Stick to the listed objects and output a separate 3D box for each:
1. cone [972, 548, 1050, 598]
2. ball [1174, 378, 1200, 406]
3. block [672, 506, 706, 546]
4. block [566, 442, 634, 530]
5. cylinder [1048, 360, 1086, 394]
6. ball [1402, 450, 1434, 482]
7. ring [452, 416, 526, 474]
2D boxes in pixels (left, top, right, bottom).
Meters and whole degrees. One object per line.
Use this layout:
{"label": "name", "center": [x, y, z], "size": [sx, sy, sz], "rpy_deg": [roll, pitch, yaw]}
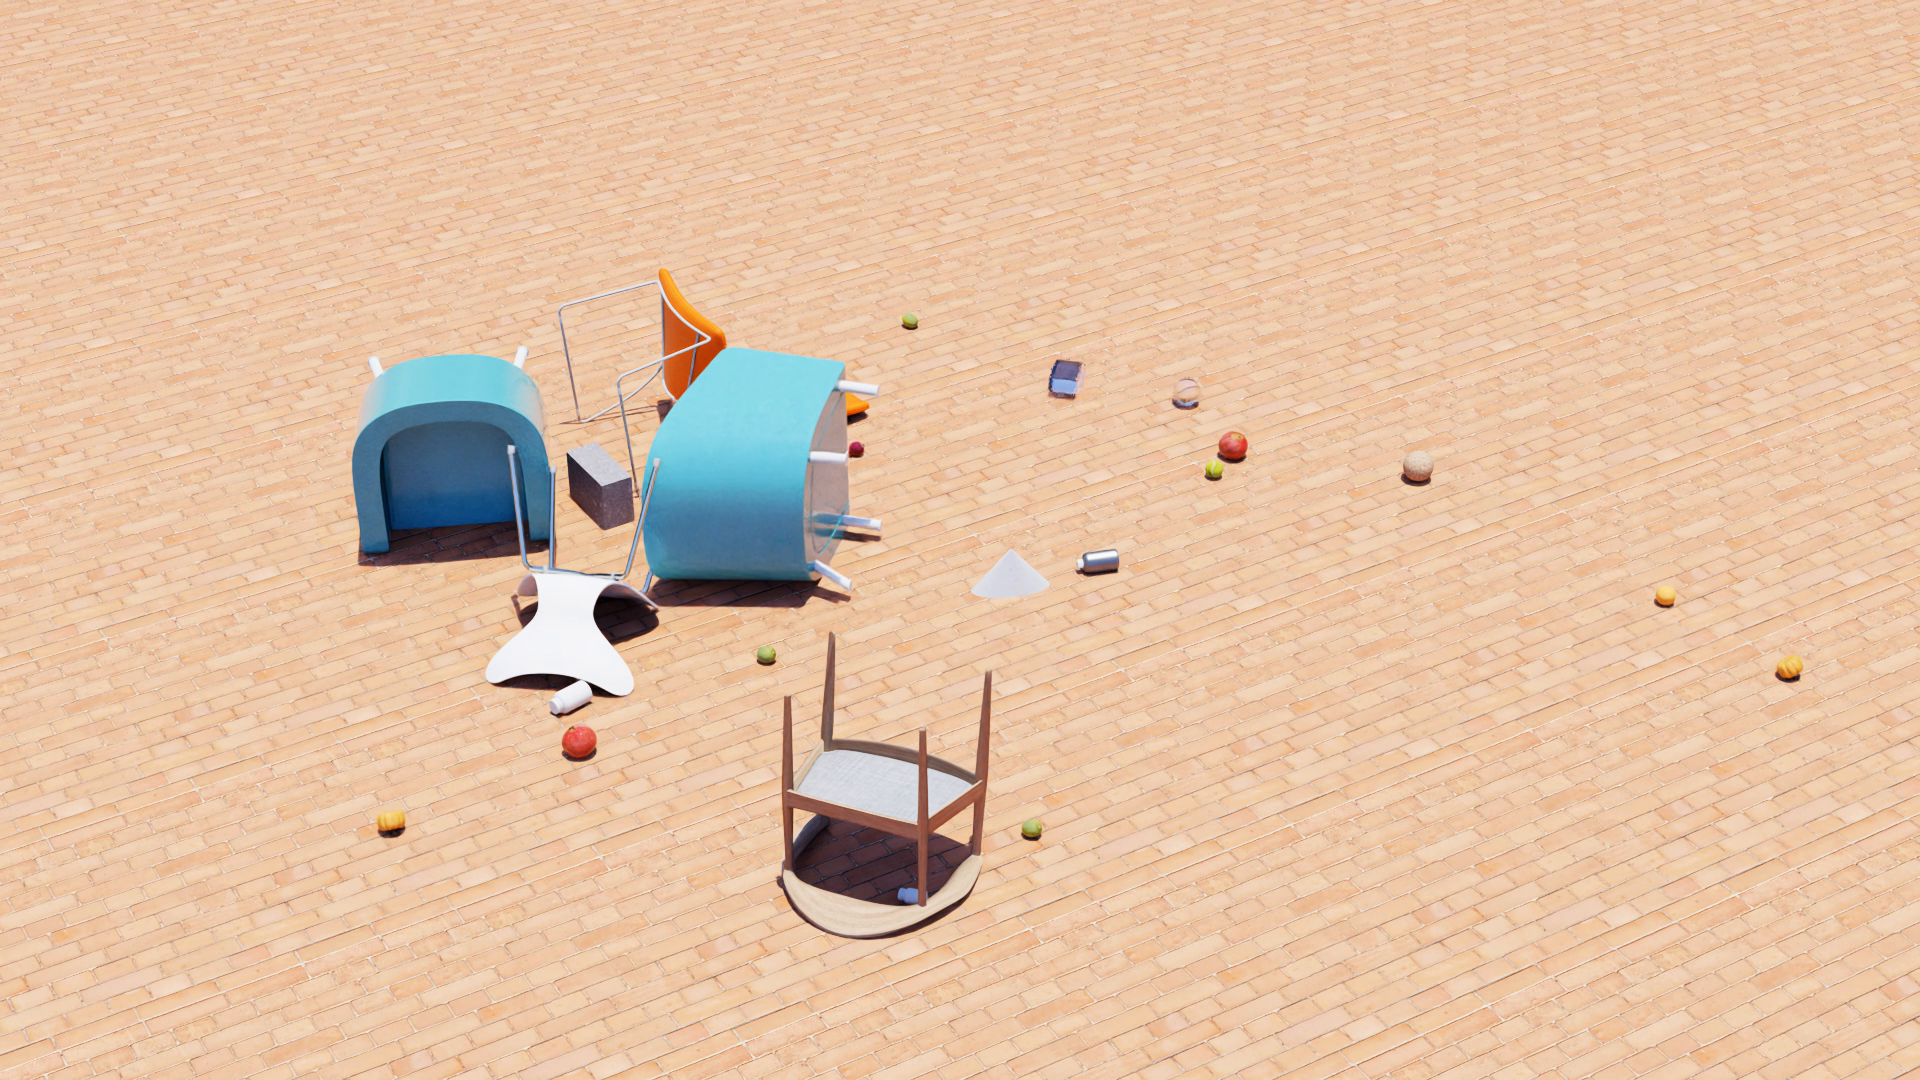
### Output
{"label": "cone", "center": [0.184, 0.101, 10.636], "size": [0.291, 0.170, 0.128], "rpy_deg": [-6, 34, -9]}
{"label": "ball", "center": [0.910, -0.594, 11.747], "size": [0.109, 0.109, 0.109], "rpy_deg": [0, 33, 0]}
{"label": "block", "center": [-1.014, -0.053, 10.940], "size": [0.072, 0.093, 0.106], "rpy_deg": [-28, 42, -35]}
{"label": "block", "center": [-1.358, -0.204, 11.074], "size": [0.125, 0.198, 0.295], "rpy_deg": [-20, 38, -27]}
{"label": "cylinder", "center": [0.432, -0.659, 11.852], "size": [0.108, 0.103, 0.187], "rpy_deg": [9, 37, 13]}
{"label": "ball", "center": [1.762, -0.285, 11.269], "size": [0.118, 0.118, 0.118], "rpy_deg": [0, 33, 0]}
{"label": "ring", "center": [-1.824, -0.367, 11.350], "size": [0.297, 0.090, 0.225], "rpy_deg": [-23, 72, -13]}
